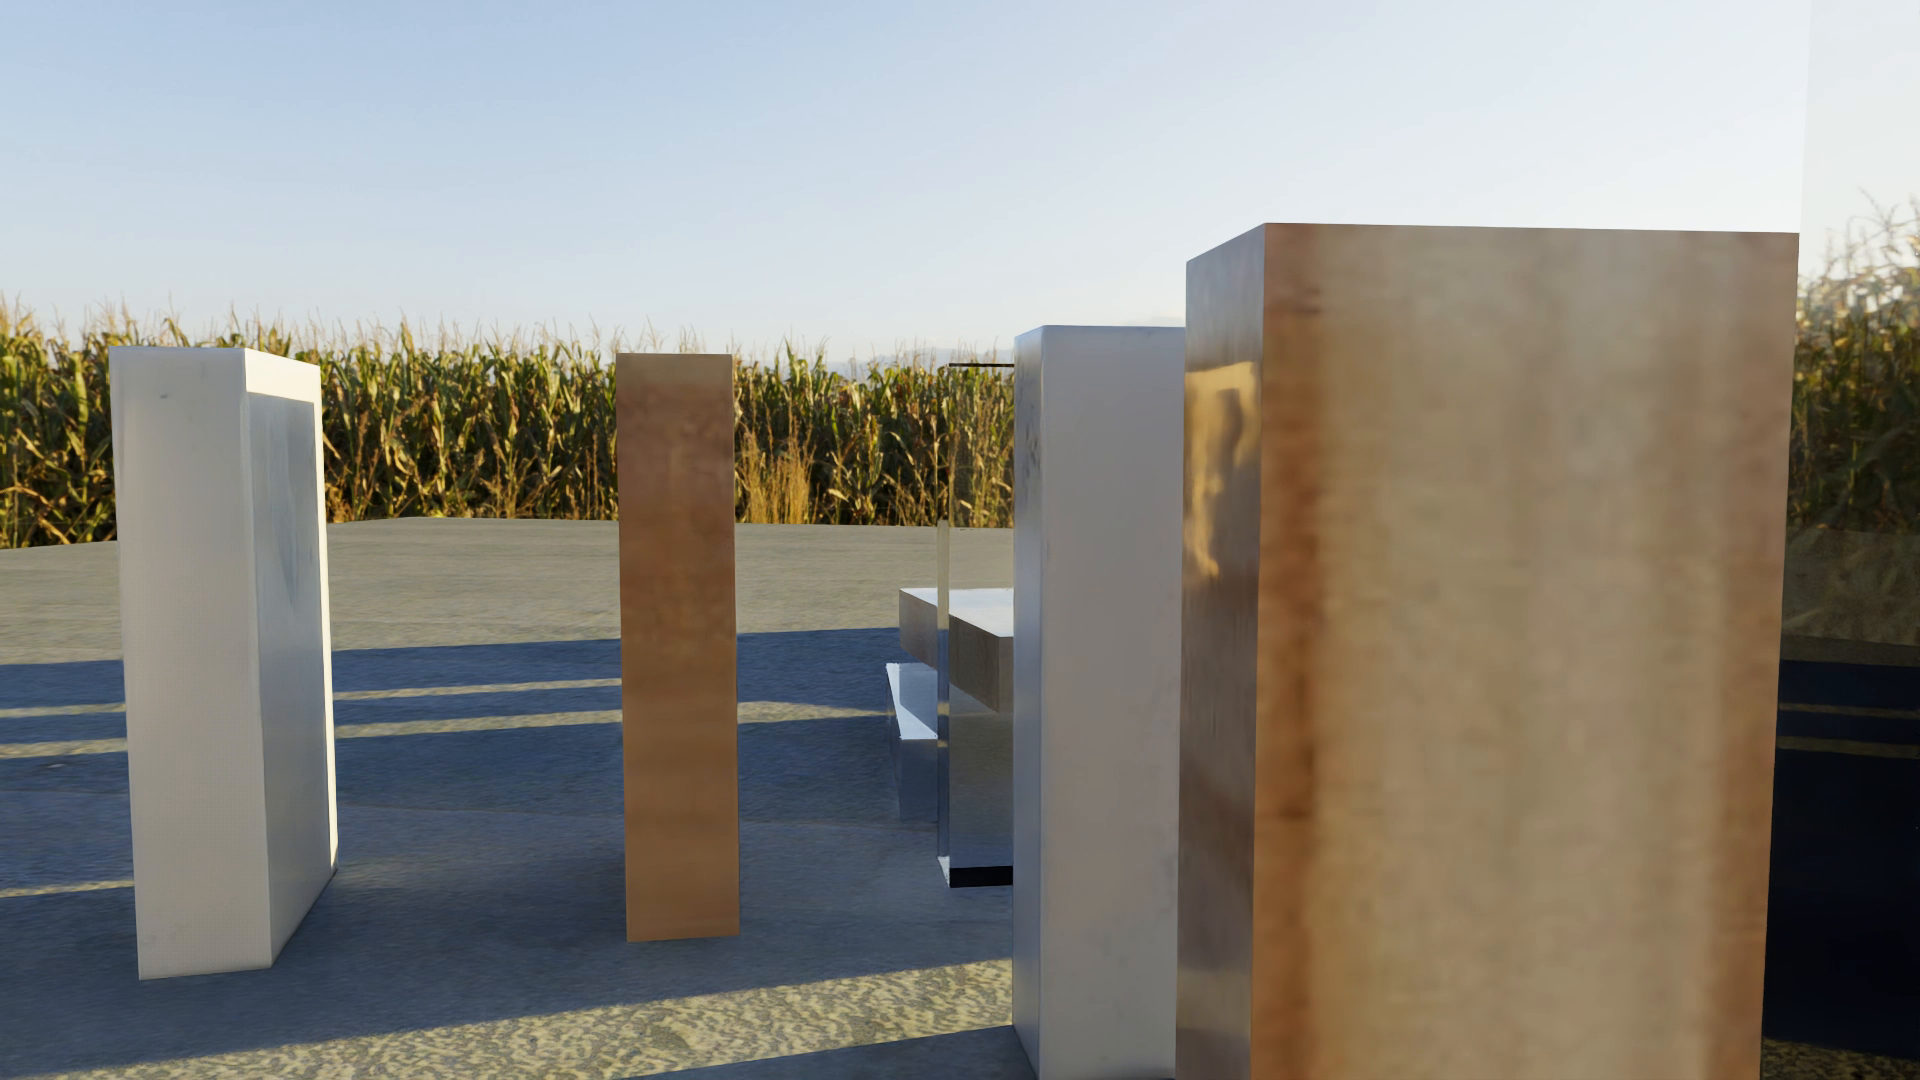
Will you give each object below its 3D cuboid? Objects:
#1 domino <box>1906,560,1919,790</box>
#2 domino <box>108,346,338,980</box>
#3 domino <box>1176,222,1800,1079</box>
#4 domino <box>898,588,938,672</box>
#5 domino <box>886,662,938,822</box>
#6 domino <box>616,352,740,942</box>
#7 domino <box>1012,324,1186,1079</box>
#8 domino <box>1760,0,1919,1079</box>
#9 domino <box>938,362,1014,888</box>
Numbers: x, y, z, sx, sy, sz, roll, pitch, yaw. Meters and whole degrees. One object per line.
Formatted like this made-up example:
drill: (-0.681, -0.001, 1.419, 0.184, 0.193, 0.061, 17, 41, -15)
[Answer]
domino: (0.125, 0.006, 0.154, 0.010, 0.050, 0.025, -2, 5, -24)
domino: (-0.064, 0.009, 0.113, 0.010, 0.050, 0.025, -1, 4, -14)
domino: (0.022, 0.014, 0.051, 0.025, 0.050, 0.010, 0, 4, -6)
domino: (0.009, 0.014, 0.188, 0.025, 0.010, 0.050, -1, 4, -16)
domino: (0.004, 0.025, 0.170, 0.025, 0.009, 0.050, 0, 4, -5)
domino: (-0.026, 0.008, 0.121, 0.010, 0.050, 0.025, -1, 4, -10)
domino: (0.017, 0.011, 0.090, 0.025, 0.050, 0.010, -1, 4, -9)
domino: (0.023, 0.017, 0.013, 0.025, 0.050, 0.009, 0, 4, 3)
domino: (0.011, 0.008, 0.128, 0.025, 0.050, 0.010, -1, 4, -8)
